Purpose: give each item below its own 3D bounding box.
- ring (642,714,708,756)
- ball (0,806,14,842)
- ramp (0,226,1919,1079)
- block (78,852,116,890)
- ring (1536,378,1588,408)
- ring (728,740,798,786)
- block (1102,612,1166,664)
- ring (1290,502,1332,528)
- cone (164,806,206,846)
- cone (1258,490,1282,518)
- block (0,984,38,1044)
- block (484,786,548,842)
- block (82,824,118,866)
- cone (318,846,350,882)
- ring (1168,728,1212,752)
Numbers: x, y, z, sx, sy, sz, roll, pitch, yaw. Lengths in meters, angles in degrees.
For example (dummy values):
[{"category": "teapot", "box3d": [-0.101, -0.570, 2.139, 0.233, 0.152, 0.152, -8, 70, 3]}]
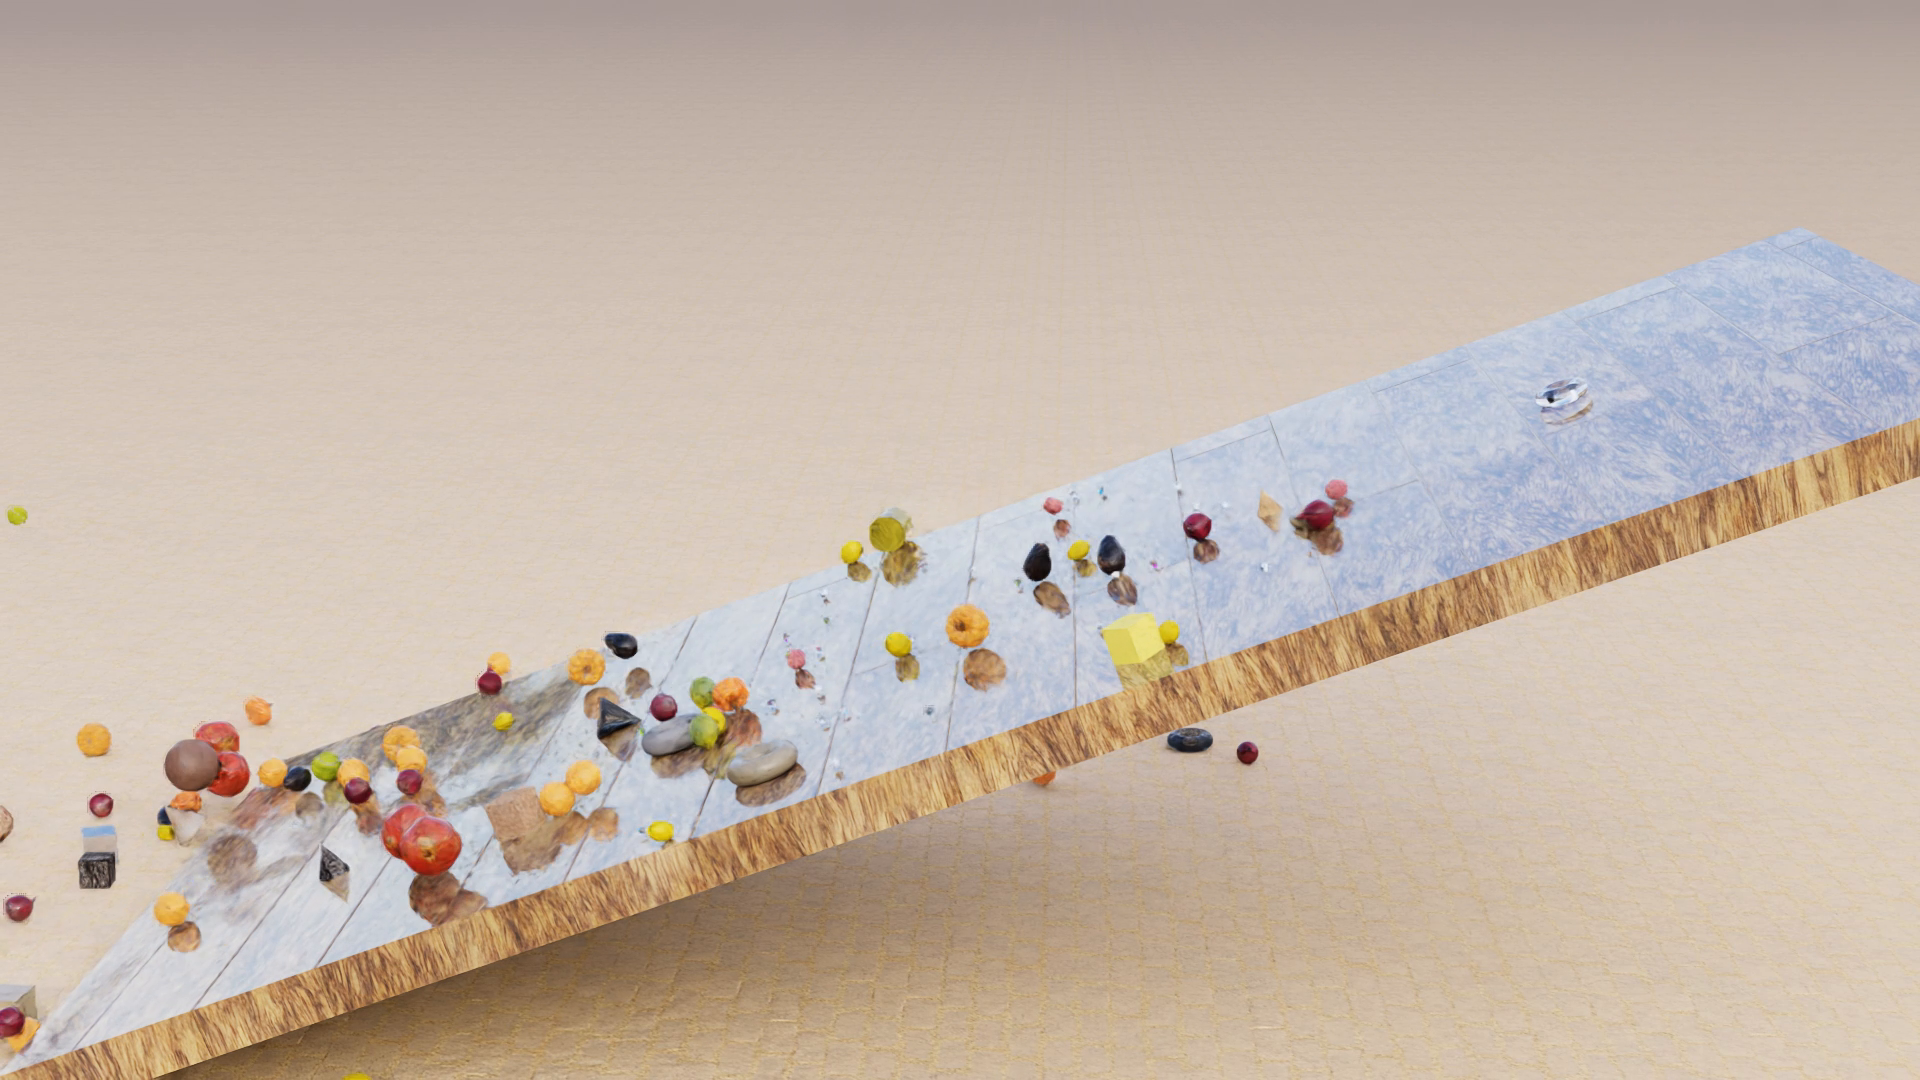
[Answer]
[{"category": "ring", "box3d": [-0.590, 0.404, 6.101, 0.146, 0.049, 0.146, -20, 11, 4]}, {"category": "ball", "box3d": [-2.353, 0.690, 7.156, 0.094, 0.094, 0.094, 0, 13, 0]}, {"category": "ramp", "box3d": [0.115, 0.177, 6.298, 4.000, 0.100, 2.000, -19, 11, 6]}, {"category": "block", "box3d": [-2.013, 0.771, 6.863, 0.068, 0.068, 0.068, 0, 13, -2]}, {"category": "ring", "box3d": [1.267, -0.310, 6.198, 0.112, 0.037, 0.112, -19, 10, 4]}, {"category": "ring", "box3d": [-0.378, 0.426, 5.625, 0.143, 0.048, 0.143, -19, 12, 4]}, {"category": "block", "box3d": [0.322, 0.183, 5.467, 0.071, 0.071, 0.071, -30, 15, -38]}, {"category": "ring", "box3d": [0.713, -0.051, 5.982, 0.090, 0.030, 0.090, -21, 10, 4]}, {"category": "cone", "box3d": [-1.894, 0.673, 7.127, 0.094, 0.094, 0.094, -39, 21, 18]}, {"category": "cone", "box3d": [0.643, -0.083, 6.188, 0.056, 0.056, 0.056, -20, 11, 4]}, {"category": "block", "box3d": [-1.939, 0.962, 5.974, 0.090, 0.090, 0.090, 2, 13, 8]}, {"category": "block", "box3d": [-0.888, 0.547, 5.883, 0.076, 0.076, 0.076, -14, 13, 29]}, {"category": "block", "box3d": [-2.051, 0.731, 7.016, 0.077, 0.077, 0.077, -4, 14, -18]}, {"category": "cone", "box3d": [-1.313, 0.663, 6.107, 0.070, 0.070, 0.070, -20, 11, 4]}, {"category": "ring", "box3d": [0.621, 0.540, 7.936, 0.125, 0.042, 0.125, -1, 14, 0]}]
